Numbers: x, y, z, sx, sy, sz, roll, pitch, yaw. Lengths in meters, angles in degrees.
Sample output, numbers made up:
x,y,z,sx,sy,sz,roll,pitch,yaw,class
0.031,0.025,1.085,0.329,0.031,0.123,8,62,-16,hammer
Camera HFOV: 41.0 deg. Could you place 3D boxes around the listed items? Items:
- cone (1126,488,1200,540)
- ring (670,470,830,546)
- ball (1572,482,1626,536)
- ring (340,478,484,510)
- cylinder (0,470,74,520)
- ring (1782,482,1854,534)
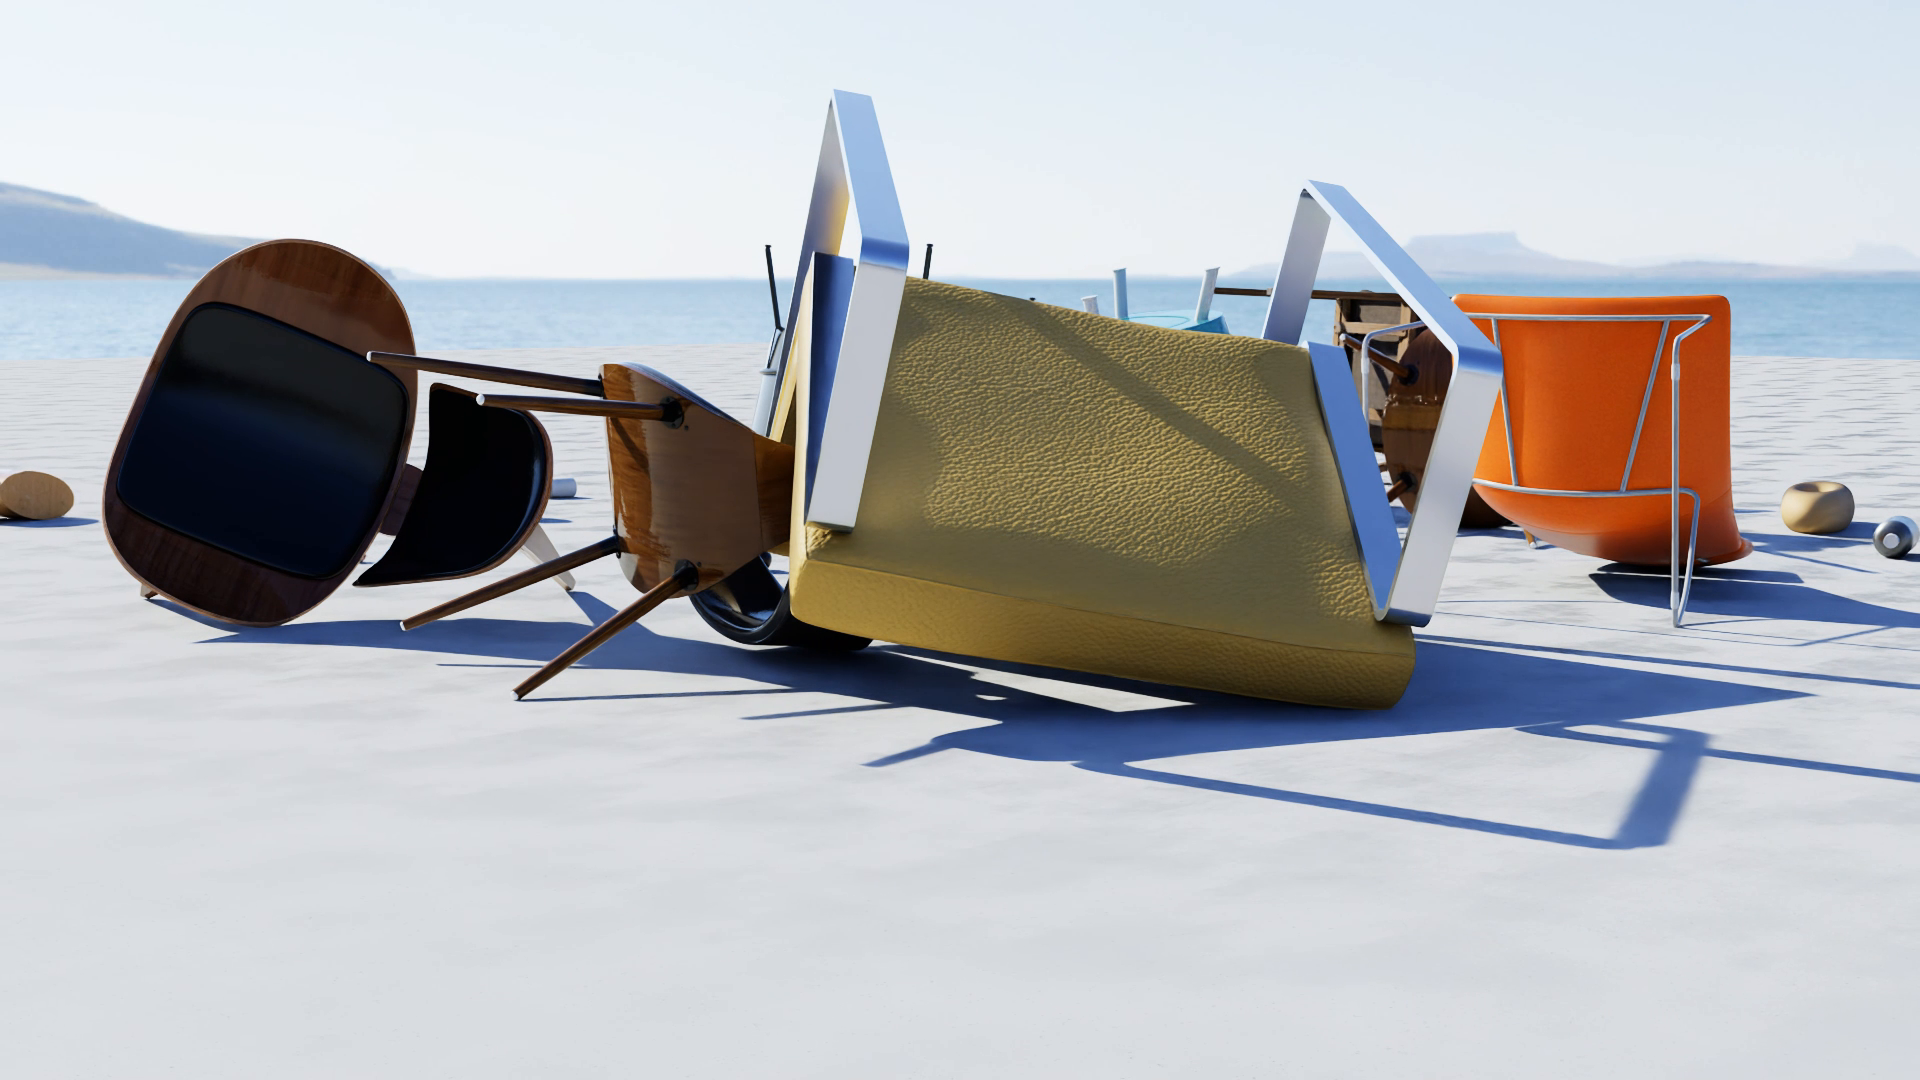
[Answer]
x,y,z,sx,sy,sz,roll,pitch,yaw,class
0.512,-0.038,6.458,0.188,0.094,0.181,16,-42,-15,cone
-0.527,-0.082,6.433,0.404,0.163,0.478,-1,5,-3,ring
1.625,-0.080,6.527,0.136,0.136,0.136,0,6,0,ball
-1.566,-0.132,7.342,0.407,0.075,0.349,-2,6,-11,ring
-2.549,-0.124,6.951,0.144,0.128,0.252,3,-5,30,cylinder
2.249,-0.086,6.726,0.184,0.108,0.483,0,6,20,ring
